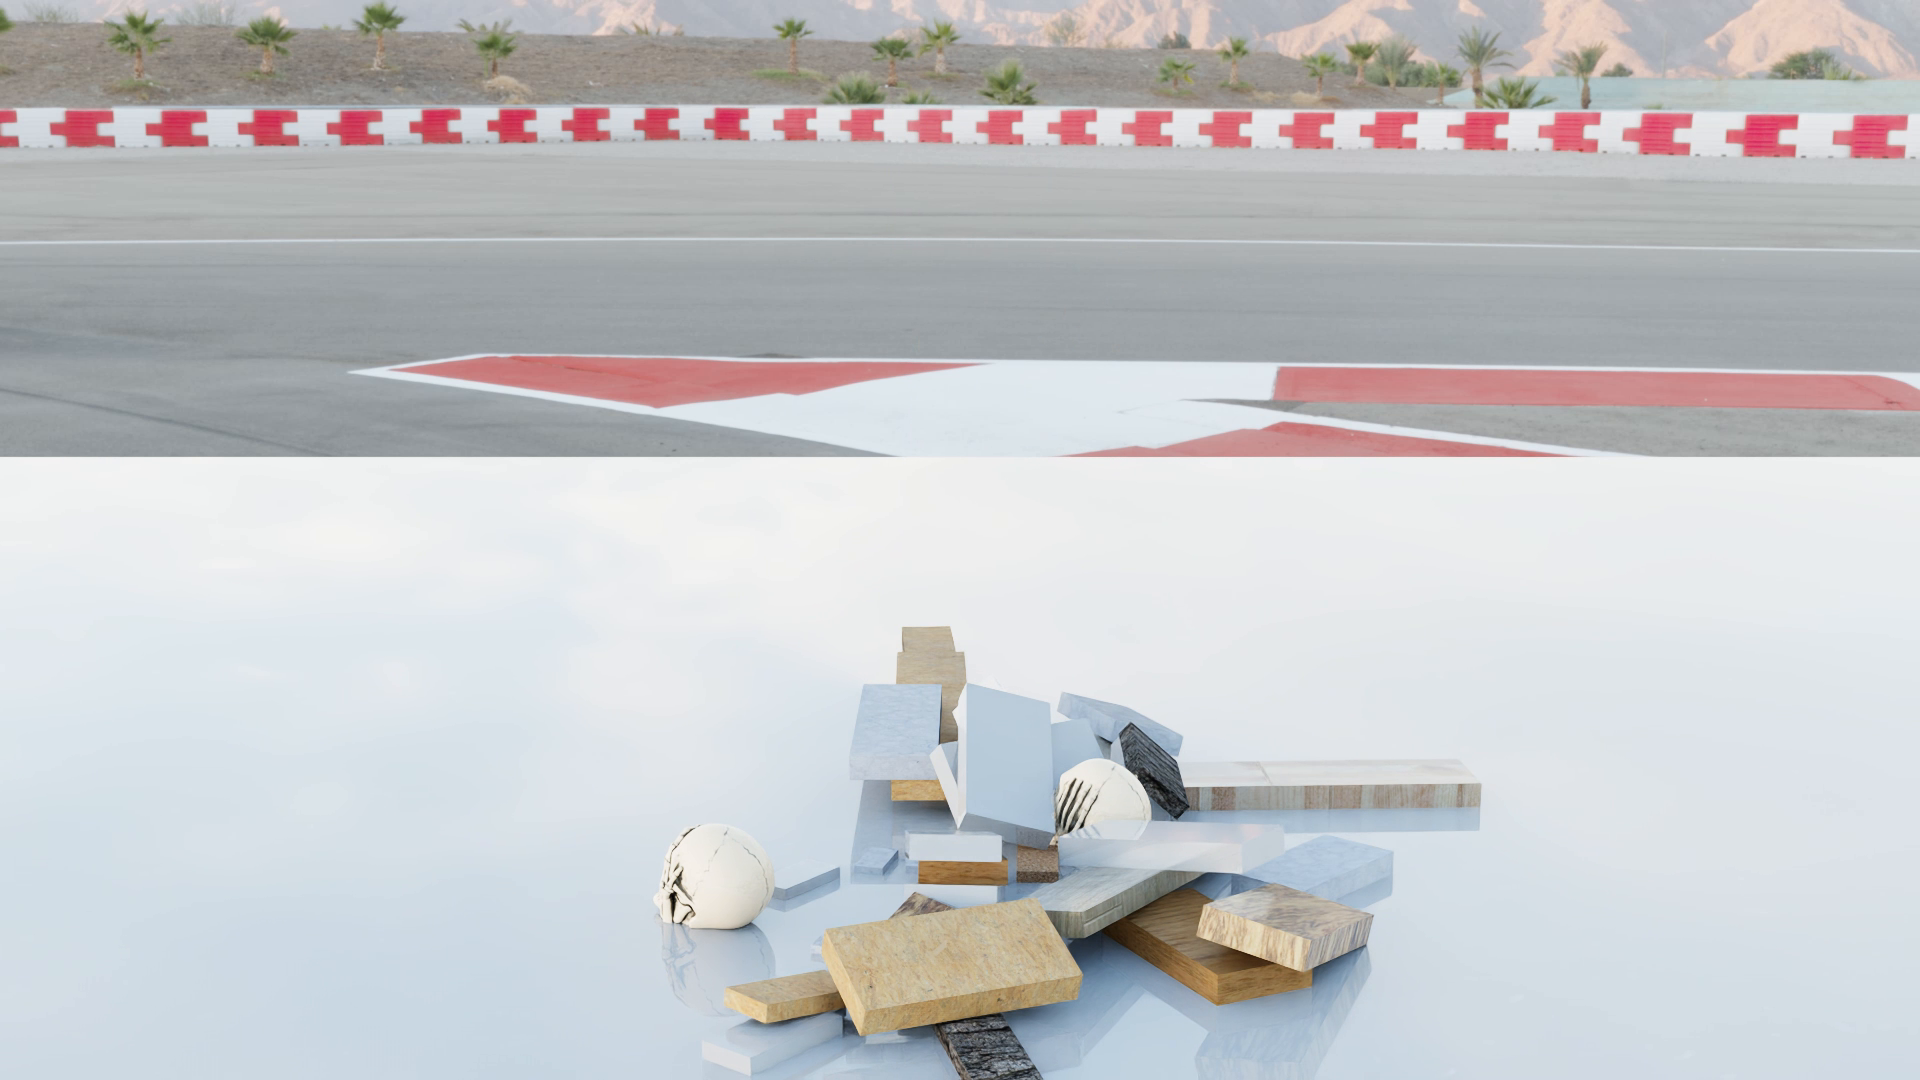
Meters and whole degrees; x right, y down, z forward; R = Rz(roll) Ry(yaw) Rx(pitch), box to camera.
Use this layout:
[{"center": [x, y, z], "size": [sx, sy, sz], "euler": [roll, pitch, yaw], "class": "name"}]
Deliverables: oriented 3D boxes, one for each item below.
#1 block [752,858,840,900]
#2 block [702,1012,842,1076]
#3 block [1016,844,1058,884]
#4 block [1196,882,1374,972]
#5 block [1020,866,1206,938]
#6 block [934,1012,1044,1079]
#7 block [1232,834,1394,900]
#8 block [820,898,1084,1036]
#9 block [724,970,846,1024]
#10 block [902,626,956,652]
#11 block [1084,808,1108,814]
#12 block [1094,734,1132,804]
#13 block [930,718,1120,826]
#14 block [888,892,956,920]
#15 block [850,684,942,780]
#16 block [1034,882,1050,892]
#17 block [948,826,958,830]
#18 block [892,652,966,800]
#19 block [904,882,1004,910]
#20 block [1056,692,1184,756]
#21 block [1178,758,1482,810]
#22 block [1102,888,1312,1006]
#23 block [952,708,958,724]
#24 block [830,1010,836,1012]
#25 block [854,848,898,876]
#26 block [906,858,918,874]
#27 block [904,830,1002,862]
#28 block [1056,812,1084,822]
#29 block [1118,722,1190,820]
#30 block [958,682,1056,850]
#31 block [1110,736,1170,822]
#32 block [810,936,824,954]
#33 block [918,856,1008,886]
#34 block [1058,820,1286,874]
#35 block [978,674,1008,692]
[{"center": [-0.275, 0.572, 3.709], "size": [0.071, 0.020, 0.142], "euler": [8, 13, 35], "class": "block"}, {"center": [-0.259, 0.690, 3.056], "size": [0.092, 0.026, 0.184], "euler": [8, 13, 38], "class": "block"}, {"center": [0.134, 0.557, 3.789], "size": [0.071, 0.020, 0.142], "euler": [0, 11, 2], "class": "block"}, {"center": [0.497, 0.582, 3.327], "size": [0.167, 0.047, 0.334], "euler": [15, 4, 26], "class": "block"}, {"center": [0.272, 0.550, 3.563], "size": [0.139, 0.039, 0.638], "euler": [-3, 3, 28], "class": "block"}, {"center": [0.044, 0.706, 2.970], "size": [0.092, 0.026, 0.318], "euler": [-2, 11, -13], "class": "block"}, {"center": [0.597, 0.562, 3.712], "size": [0.139, 0.039, 0.277], "euler": [10, 14, 42], "class": "block"}, {"center": [-0.012, 0.606, 3.141], "size": [0.334, 0.047, 0.167], "euler": [-4, 34, -24], "class": "block"}, {"center": [-0.234, 0.648, 3.127], "size": [0.184, 0.026, 0.092], "euler": [0, 7, -45], "class": "block"}, {"center": [-0.050, 0.350, 4.867], "size": [0.122, 0.034, 1.287], "euler": [-1, 11, -3], "class": "block"}, {"center": [0.240, 0.493, 4.152], "size": [0.050, 0.014, 0.099], "euler": [-3, 11, -15], "class": "block"}, {"center": [0.270, 0.437, 4.291], "size": [0.139, 0.039, 0.277], "euler": [15, 11, 1], "class": "block"}, {"center": [0.120, 0.431, 4.017], "size": [0.329, 0.165, 0.047], "euler": [-7, -27, -34], "class": "block"}, {"center": [-0.074, 0.595, 3.220], "size": [0.099, 0.028, 0.199], "euler": [19, 32, 23], "class": "block"}, {"center": [-0.121, 0.370, 4.300], "size": [0.162, 0.046, 0.530], "euler": [0, 11, 0], "class": "block"}, {"center": [0.129, 0.603, 3.543], "size": [0.071, 0.020, 0.237], "euler": [4, 11, 21], "class": "block"}, {"center": [-0.003, 0.534, 3.932], "size": [0.051, 0.014, 0.102], "euler": [3, 11, 15], "class": "block"}, {"center": [-0.058, 0.369, 4.553], "size": [0.154, 0.044, 1.000], "euler": [0, 11, -1], "class": "block"}, {"center": [-0.006, 0.562, 3.464], "size": [0.141, 0.040, 0.282], "euler": [1, -8, 3], "class": "block"}, {"center": [0.327, 0.378, 4.531], "size": [0.154, 0.044, 0.308], "euler": [14, 3, -19], "class": "block"}, {"center": [0.693, 0.467, 4.204], "size": [0.568, 0.047, 0.165], "euler": [0, 11, -2], "class": "block"}, {"center": [0.375, 0.620, 3.377], "size": [0.167, 0.047, 0.334], "euler": [-5, 12, -26], "class": "block"}, {"center": [0.074, 0.411, 4.226], "size": [0.046, 0.162, 0.325], "euler": [-44, 12, 3], "class": "block"}, {"center": [-0.230, 0.668, 3.206], "size": [0.117, 0.017, 0.058], "euler": [7, 12, 32], "class": "block"}, {"center": [-0.144, 0.557, 3.809], "size": [0.051, 0.014, 0.102], "euler": [3, 11, 14], "class": "block"}, {"center": [-0.067, 0.556, 3.815], "size": [0.051, 0.014, 0.102], "euler": [0, 11, 1], "class": "block"}, {"center": [-0.014, 0.486, 3.503], "size": [0.141, 0.040, 0.282], "euler": [2, -6, -3], "class": "block"}, {"center": [0.197, 0.502, 4.103], "size": [0.049, 0.014, 0.099], "euler": [-2, 11, -10], "class": "block"}, {"center": [0.360, 0.428, 4.104], "size": [0.121, 0.034, 0.243], "euler": [41, 11, -9], "class": "block"}, {"center": [0.081, 0.400, 3.921], "size": [0.162, 0.046, 0.325], "euler": [15, 38, -11], "class": "block"}, {"center": [0.341, 0.447, 4.145], "size": [0.121, 0.034, 0.243], "euler": [42, 10, -4], "class": "block"}, {"center": [-0.180, 0.632, 3.410], "size": [0.092, 0.013, 0.046], "euler": [3, 11, 18], "class": "block"}, {"center": [0.003, 0.539, 3.609], "size": [0.141, 0.040, 0.282], "euler": [1, -6, -1], "class": "block"}, {"center": [0.346, 0.500, 3.604], "size": [0.329, 0.047, 0.165], "euler": [-3, 3, 32], "class": "block"}, {"center": [0.118, 0.375, 4.437], "size": [0.044, 0.154, 0.308], "euler": [-43, 12, 2], "class": "block"}]
